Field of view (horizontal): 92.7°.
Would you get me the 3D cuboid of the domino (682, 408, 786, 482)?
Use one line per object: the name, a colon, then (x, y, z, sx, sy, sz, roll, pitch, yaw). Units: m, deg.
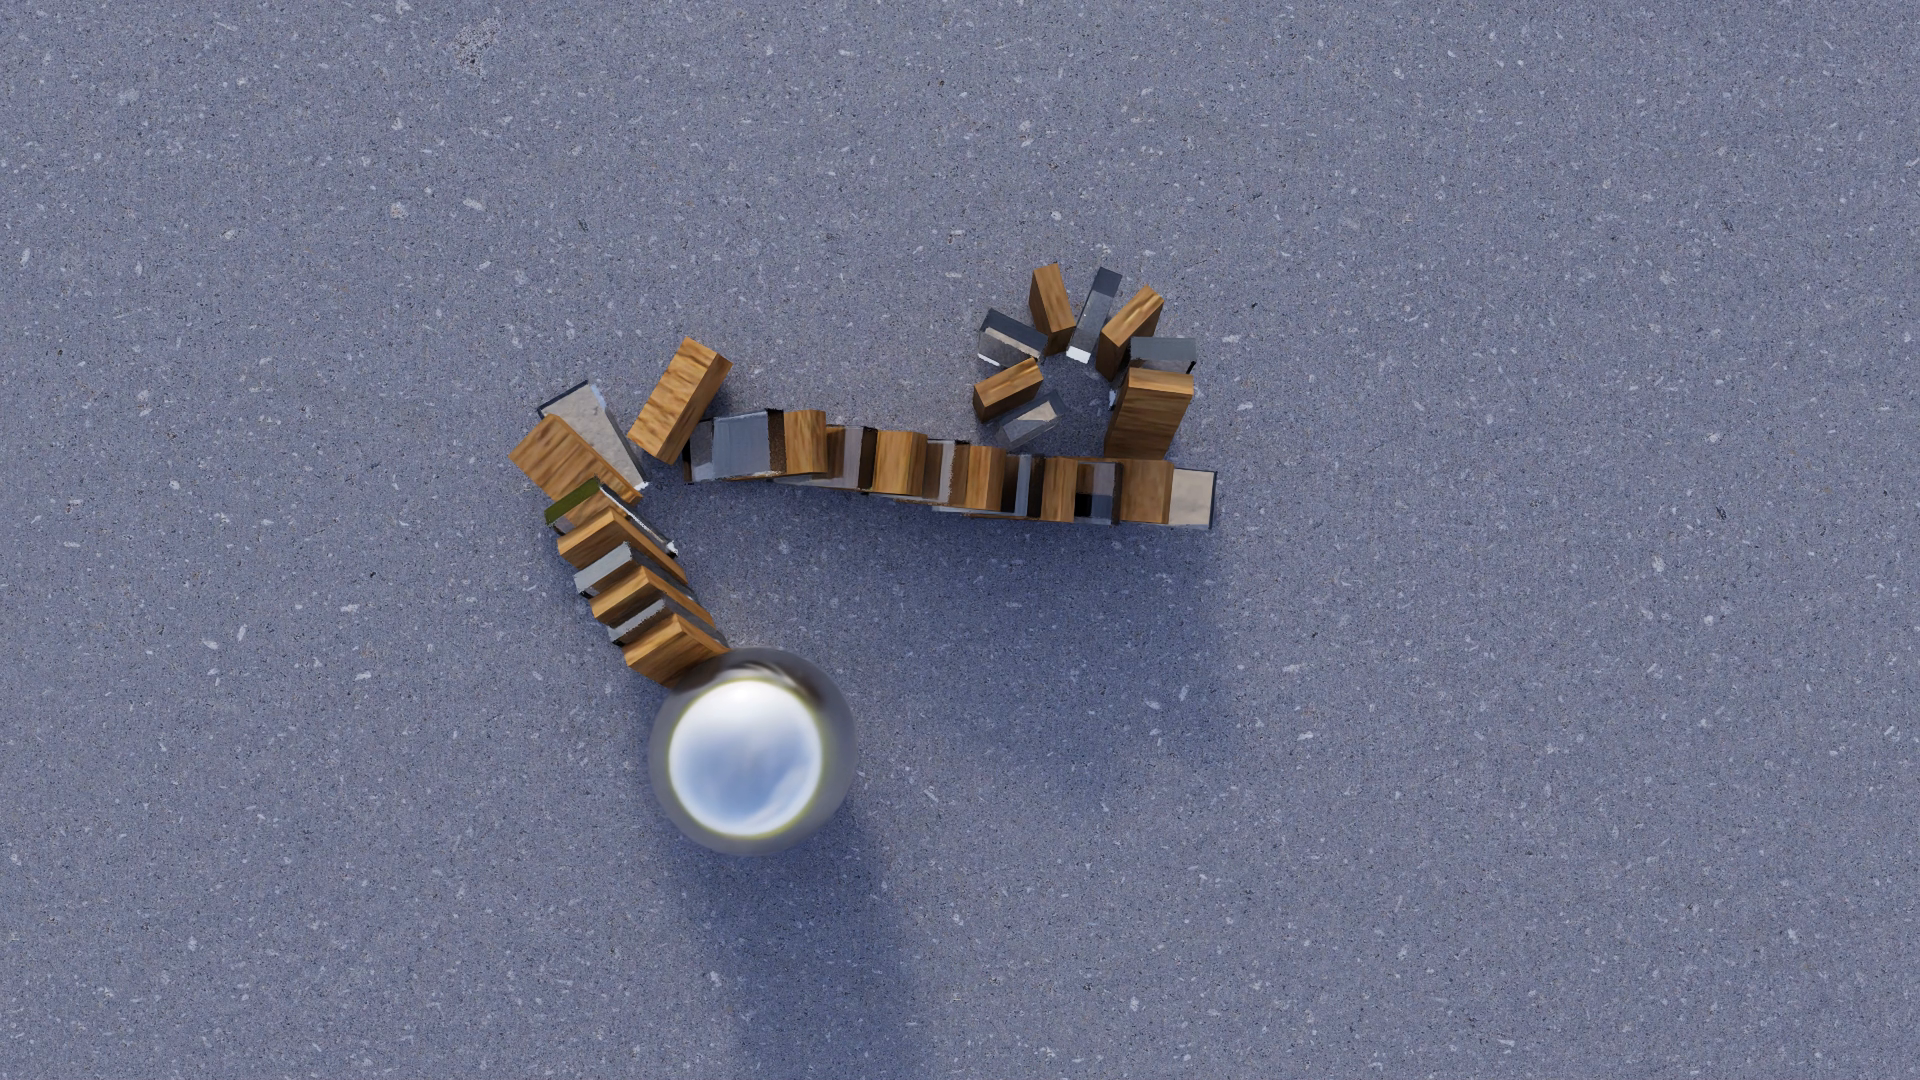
domino: (-0.095, -0.039, 0.382, 0.050, 0.010, 0.025, -4, 89, 32)

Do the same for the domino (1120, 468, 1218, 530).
domino: (0.084, -0.019, 0.395, 0.050, 0.009, 0.025, 6, 90, 0)

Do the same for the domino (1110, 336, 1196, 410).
domino: (0.078, -0.067, 0.375, 0.025, 0.050, 0.009, 1, 75, 0)

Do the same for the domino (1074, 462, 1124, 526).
domino: (0.042, -0.020, 0.383, 0.050, 0.010, 0.025, 4, 90, 30)

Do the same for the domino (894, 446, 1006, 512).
domino: (-0.005, -0.026, 0.380, 0.050, 0.009, 0.025, 7, 91, 40)

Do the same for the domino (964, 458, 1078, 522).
domino: (0.024, -0.021, 0.380, 0.050, 0.009, 0.025, 4, 90, 40)

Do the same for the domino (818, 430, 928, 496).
domino: (-0.037, -0.032, 0.381, 0.050, 0.009, 0.025, 6, 90, 38)

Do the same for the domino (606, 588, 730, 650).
domino: (-0.119, 0.040, 0.376, 0.025, 0.050, 0.010, -33, 57, 0)

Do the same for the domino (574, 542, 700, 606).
domino: (-0.131, 0.022, 0.376, 0.025, 0.050, 0.010, -33, 57, 0)

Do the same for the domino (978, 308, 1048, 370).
domino: (0.021, -0.079, 0.375, 0.025, 0.050, 0.009, 26, 90, 0)

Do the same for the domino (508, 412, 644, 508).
domino: (-0.162, -0.027, 0.386, 0.050, 0.009, 0.025, 44, 90, 0)

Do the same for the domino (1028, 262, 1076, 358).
domino: (0.037, -0.093, 0.375, 0.010, 0.050, 0.025, -17, 90, 2)

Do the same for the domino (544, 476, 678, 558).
domino: (-0.143, -0.002, 0.378, 0.025, 0.050, 0.009, -34, 50, 0)

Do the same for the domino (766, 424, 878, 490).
domino: (-0.058, -0.035, 0.383, 0.050, 0.010, 0.025, 6, 90, 32)

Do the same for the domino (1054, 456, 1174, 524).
domino: (0.062, -0.021, 0.383, 0.050, 0.010, 0.025, 6, 90, 30)

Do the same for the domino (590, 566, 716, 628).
domino: (-0.125, 0.031, 0.376, 0.025, 0.050, 0.009, -34, 57, 0)

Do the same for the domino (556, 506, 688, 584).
domino: (-0.138, 0.009, 0.378, 0.025, 0.050, 0.010, -33, 50, 0)

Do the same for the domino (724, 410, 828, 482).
domino: (-0.078, -0.039, 0.383, 0.050, 0.010, 0.025, -3, 90, 32)

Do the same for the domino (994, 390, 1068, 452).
domino: (0.028, -0.048, 0.375, 0.025, 0.050, 0.009, -29, 90, 0)

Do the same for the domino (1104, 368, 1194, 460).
domino: (0.076, -0.050, 0.376, 0.025, 0.050, 0.010, 7, 62, 0)

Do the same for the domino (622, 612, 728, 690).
domino: (-0.112, 0.050, 0.376, 0.025, 0.050, 0.009, -33, 57, 0)

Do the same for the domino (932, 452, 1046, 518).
domino: (0.011, -0.023, 0.379, 0.050, 0.009, 0.025, 5, 91, 40)

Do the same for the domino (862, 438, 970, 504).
domino: (-0.019, -0.029, 0.380, 0.050, 0.009, 0.025, 7, 92, 40)

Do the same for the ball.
ball: (-0.081, 0.082, 0.360, 0.080, 0.080, 0.080, 0, 90, 0)

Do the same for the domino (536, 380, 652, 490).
domino: (-0.158, -0.040, 0.395, 0.025, 0.009, 0.050, -29, 90, 0)

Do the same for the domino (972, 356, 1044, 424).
domino: (0.019, -0.060, 0.375, 0.025, 0.050, 0.009, -26, 90, 0)

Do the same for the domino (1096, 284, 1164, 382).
domino: (0.069, -0.083, 0.375, 0.009, 0.050, 0.025, 45, 90, 8)

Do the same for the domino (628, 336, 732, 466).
domino: (-0.119, -0.059, 0.389, 0.025, 0.009, 0.050, 31, 90, 37)

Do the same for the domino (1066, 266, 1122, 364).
domino: (0.054, -0.091, 0.375, 0.009, 0.050, 0.025, 22, 90, 3)
